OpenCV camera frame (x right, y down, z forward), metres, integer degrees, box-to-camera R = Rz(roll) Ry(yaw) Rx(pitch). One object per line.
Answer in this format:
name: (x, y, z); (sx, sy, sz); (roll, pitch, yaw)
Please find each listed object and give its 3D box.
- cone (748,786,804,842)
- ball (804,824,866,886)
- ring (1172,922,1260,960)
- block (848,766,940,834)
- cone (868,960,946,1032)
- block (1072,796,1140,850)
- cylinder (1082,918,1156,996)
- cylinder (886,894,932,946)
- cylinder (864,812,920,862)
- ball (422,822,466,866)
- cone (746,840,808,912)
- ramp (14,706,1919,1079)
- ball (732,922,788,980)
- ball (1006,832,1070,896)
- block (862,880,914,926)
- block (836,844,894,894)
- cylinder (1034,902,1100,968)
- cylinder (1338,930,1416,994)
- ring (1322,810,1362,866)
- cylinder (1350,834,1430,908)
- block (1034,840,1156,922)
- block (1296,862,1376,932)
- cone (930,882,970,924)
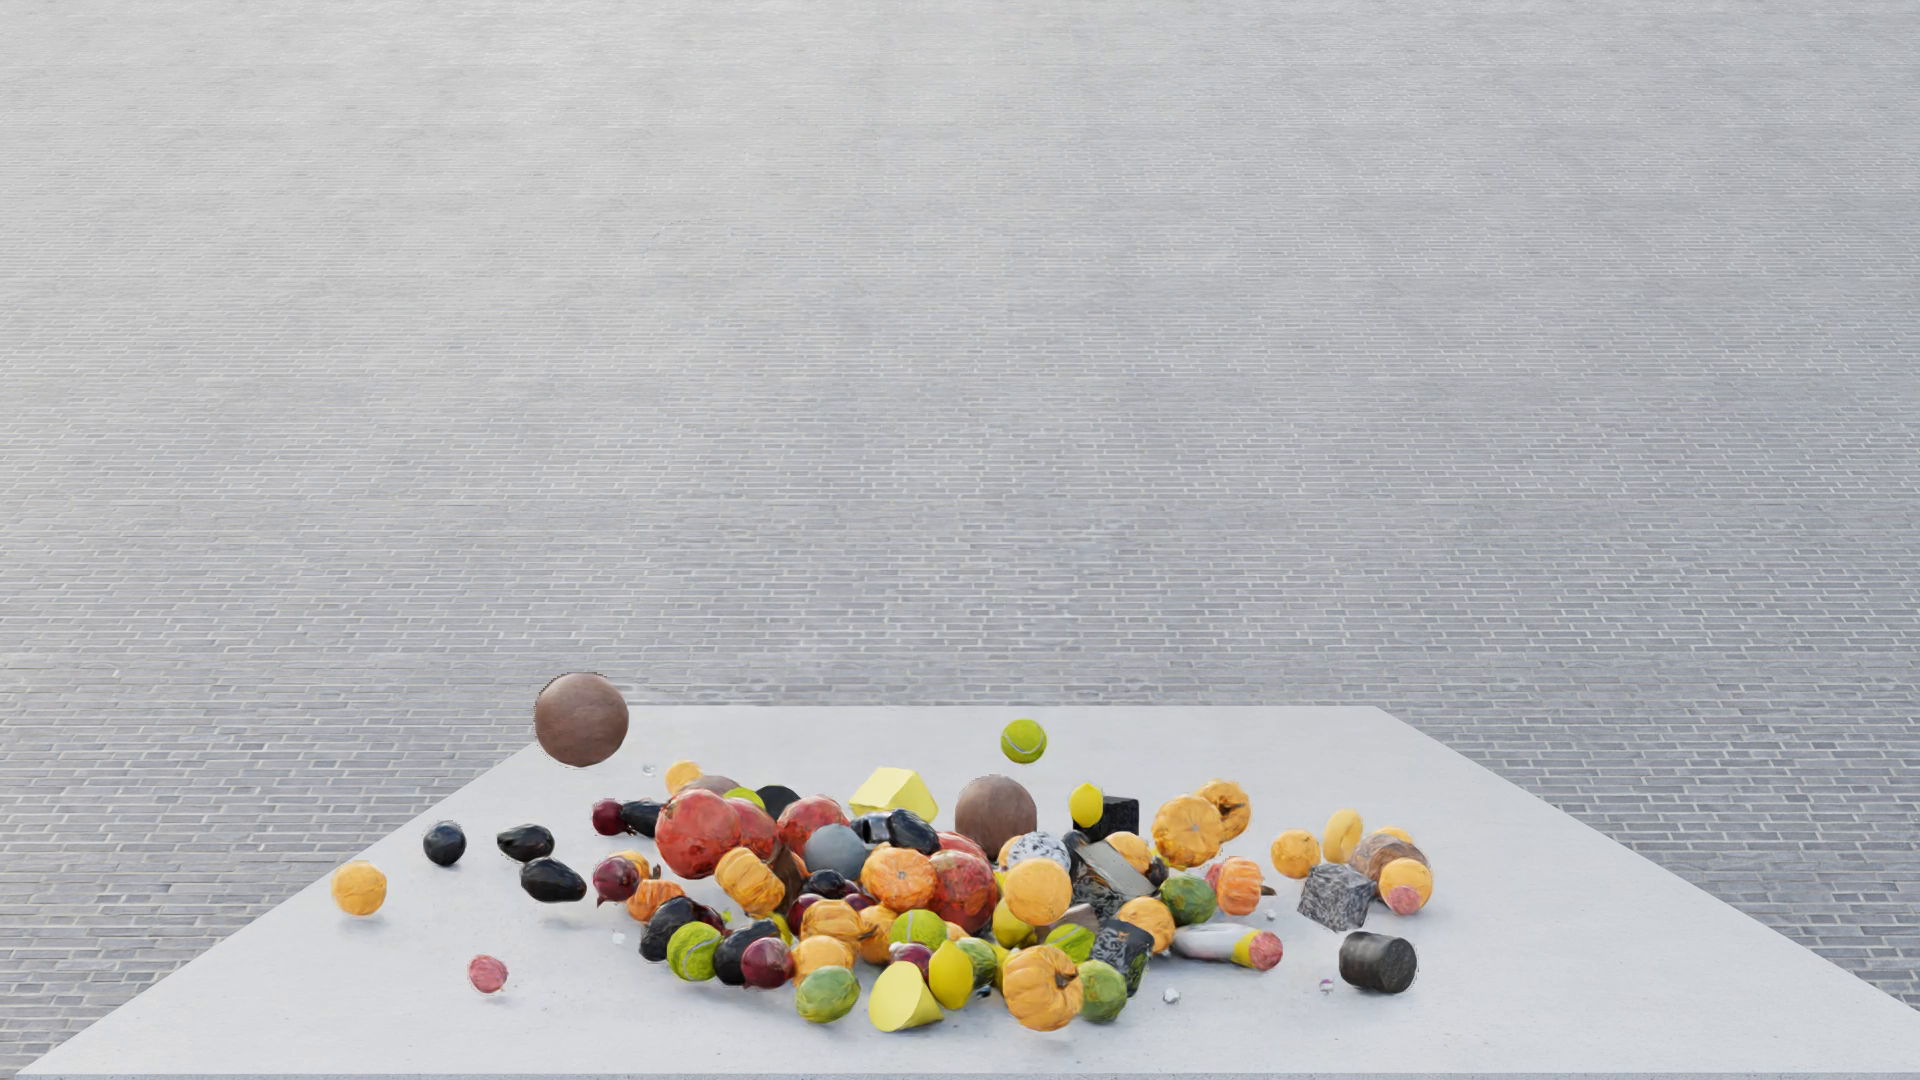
cone: (-0.303, 0.465, 4.202); (0.094, 0.094, 0.094); (0, 28, -1)
ball: (-0.172, 0.432, 3.536); (0.085, 0.085, 0.085); (0, 26, 0)
ring: (0.315, 0.495, 3.180); (0.109, 0.036, 0.109); (0, -1, 0)
block: (-0.106, 0.427, 4.127); (0.087, 0.087, 0.087); (1, 39, 46)
cone: (-0.043, 0.506, 2.789); (0.079, 0.079, 0.079); (32, 5, -36)
block: (0.233, 0.451, 4.100); (0.076, 0.076, 0.076); (1, 2, 37)
cylinder: (0.179, 0.472, 2.915); (0.065, 0.065, 0.065); (12, 63, 24)
cylinder: (-0.065, 0.482, 3.267); (0.057, 0.057, 0.057); (1, 0, 0)
cylinder: (-0.105, 0.454, 3.948); (0.076, 0.076, 0.076); (1, 25, -11)
ball: (-0.783, 0.461, 3.917); (0.066, 0.066, 0.066); (0, 26, 0)
cone: (-0.243, 0.448, 3.519); (0.086, 0.086, 0.086); (9, 21, -4)
ramp: (0.058, 0.526, 4.564); (2.000, 0.100, 4.000); (0, 2, 0)
ball: (-0.235, 0.484, 3.031); (0.067, 0.067, 0.067); (0, 26, 0)
ball: (0.094, 0.387, 3.085); (0.076, 0.076, 0.076); (0, 26, 0)
block: (-0.095, 0.481, 3.411); (0.052, 0.052, 0.052); (1, 1, 20)
block: (-0.136, 0.468, 3.673); (0.062, 0.062, 0.062); (-1, -1, -29)
cylinder: (0.131, 0.473, 3.088); (0.062, 0.062, 0.062); (-16, 30, -19)
cylinder: (0.480, 0.485, 2.963); (0.063, 0.063, 0.063); (-21, 14, -37)
ring: (0.575, 0.448, 3.881); (0.029, 0.088, 0.088); (14, 29, 37)
cylinder: (0.596, 0.458, 3.577); (0.090, 0.090, 0.090); (-3, 2, -6)
block: (0.170, 0.447, 3.237); (0.091, 0.091, 0.091); (43, 22, 20)
block: (0.441, 0.418, 3.020); (0.058, 0.058, 0.058); (25, 15, 38)
cone: (-0.013, 0.495, 3.432); (0.055, 0.055, 0.055); (-1, 28, -3)
